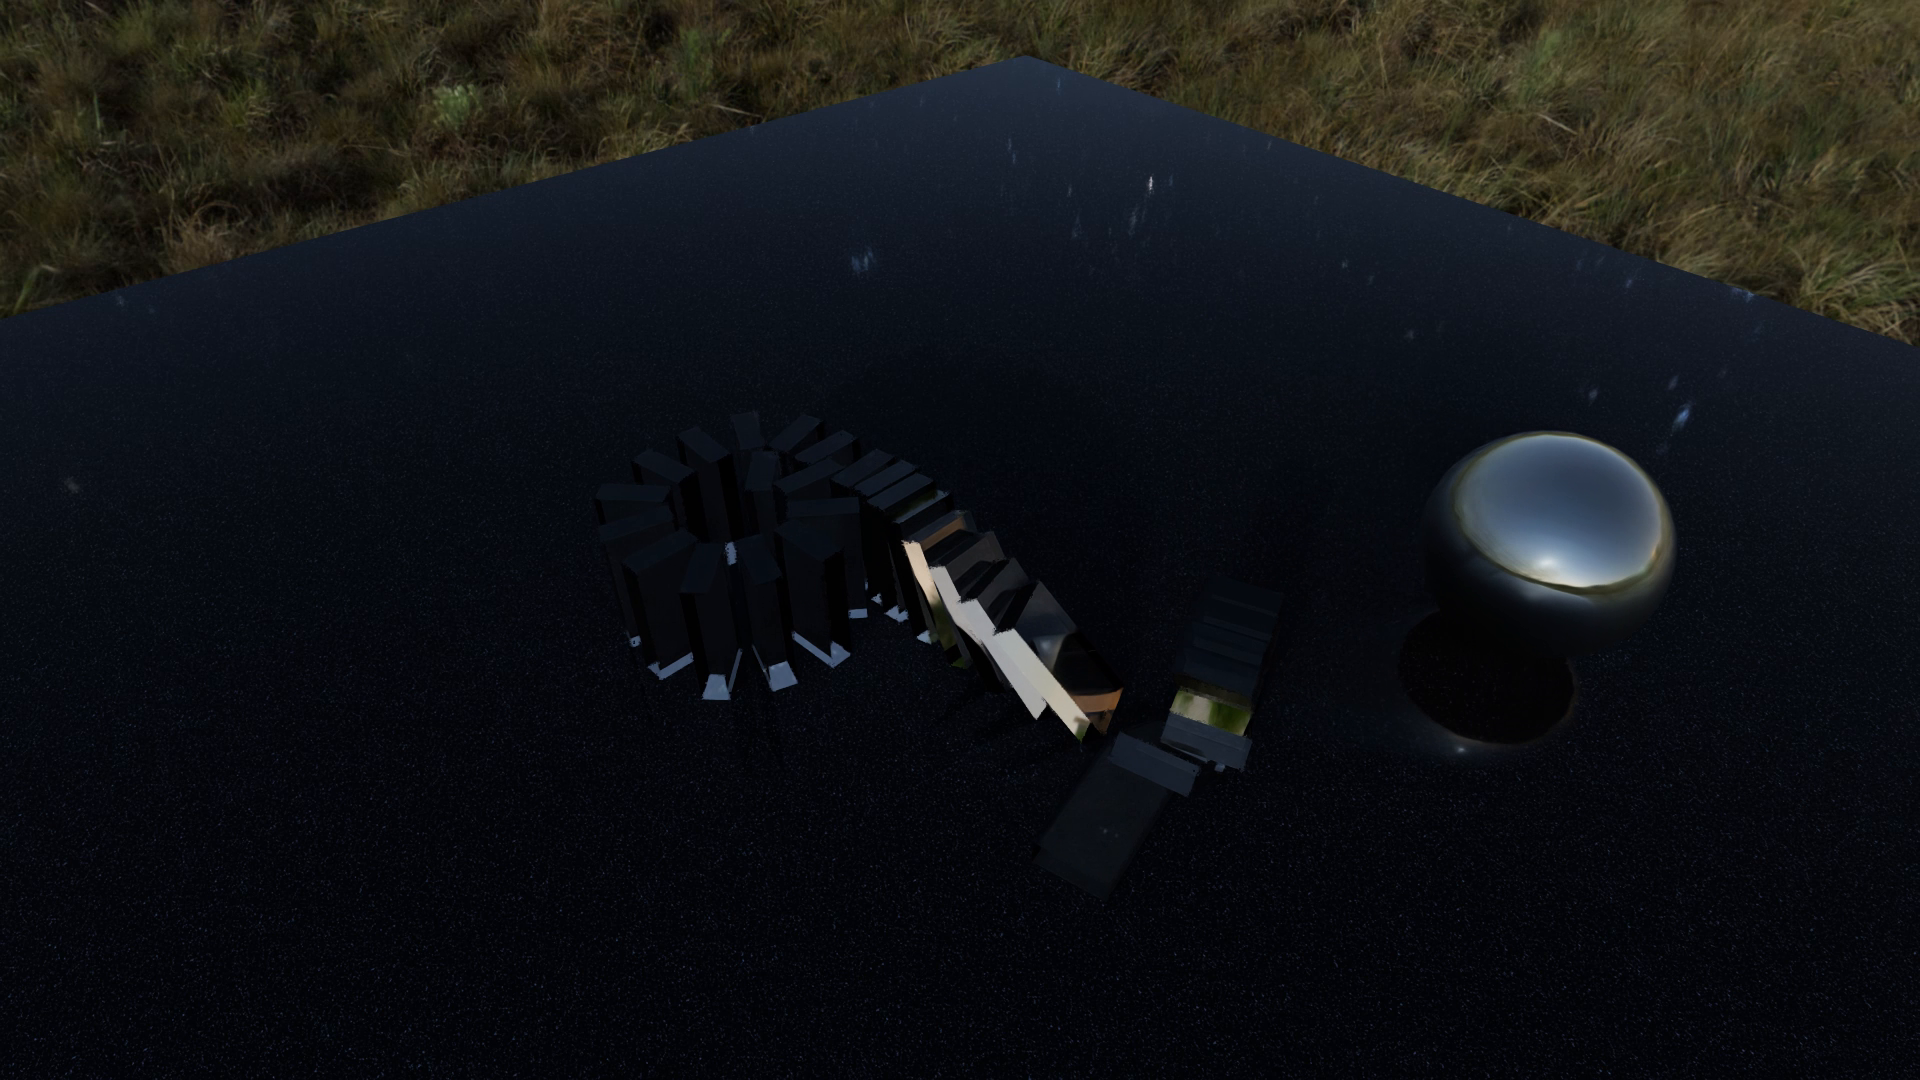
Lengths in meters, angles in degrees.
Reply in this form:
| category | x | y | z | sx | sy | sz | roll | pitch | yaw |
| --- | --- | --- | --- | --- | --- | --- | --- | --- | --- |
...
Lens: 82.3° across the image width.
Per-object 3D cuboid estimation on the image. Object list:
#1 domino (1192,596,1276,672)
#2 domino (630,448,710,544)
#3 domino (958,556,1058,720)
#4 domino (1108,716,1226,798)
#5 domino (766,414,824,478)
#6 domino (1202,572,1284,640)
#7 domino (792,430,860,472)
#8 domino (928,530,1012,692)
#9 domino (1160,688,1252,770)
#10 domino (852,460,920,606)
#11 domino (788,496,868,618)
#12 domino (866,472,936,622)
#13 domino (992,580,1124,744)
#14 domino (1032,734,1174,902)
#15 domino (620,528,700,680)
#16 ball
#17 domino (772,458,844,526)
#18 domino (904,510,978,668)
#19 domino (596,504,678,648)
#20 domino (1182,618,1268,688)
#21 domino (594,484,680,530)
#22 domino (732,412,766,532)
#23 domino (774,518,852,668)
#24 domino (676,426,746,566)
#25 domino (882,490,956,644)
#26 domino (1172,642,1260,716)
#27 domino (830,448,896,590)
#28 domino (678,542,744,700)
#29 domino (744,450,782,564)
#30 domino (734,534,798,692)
| category | x | y | z | sx | sy | sz | roll | pitch | yaw |
| --- | --- | --- | --- | --- | --- | --- | --- | --- | --- |
| domino | 0.094 | 0.032 | 0.375 | 0.025 | 0.050 | 0.009 | 17 | 79 | 19 |
| domino | -0.109 | -0.008 | 0.421 | 0.025 | 0.050 | 0.009 | 24 | 45 | 27 |
| domino | 0.022 | 0.034 | 0.375 | 0.010 | 0.050 | 0.025 | -19 | 19 | 46 |
| domino | 0.066 | 0.066 | 0.340 | 0.025 | 0.009 | 0.050 | 21 | 5 | 24 |
| domino | -0.063 | -0.022 | 0.438 | 0.010 | 0.050 | 0.025 | 18 | 43 | 21 |
| domino | 0.099 | 0.025 | 0.384 | 0.025 | 0.050 | 0.010 | 17 | 79 | 19 |
| domino | -0.050 | -0.015 | 0.430 | 0.010 | 0.050 | 0.025 | 29 | 47 | 34 |
| domino | 0.011 | 0.025 | 0.383 | 0.025 | 0.050 | 0.009 | -36 | 17 | -35 |
| domino | 0.078 | 0.059 | 0.347 | 0.025 | 0.010 | 0.050 | 18 | 5 | 13 |
| domino | -0.025 | -0.002 | 0.413 | 0.025 | 0.050 | 0.010 | -32 | 41 | -33 |
| domino | -0.048 | 0.008 | 0.402 | 0.025 | 0.050 | 0.009 | -4 | 40 | -5 |
| domino | -0.019 | 0.003 | 0.407 | 0.025 | 0.050 | 0.009 | -32 | 41 | -33 |
| domino | 0.034 | 0.041 | 0.367 | 0.010 | 0.050 | 0.025 | -25 | 22 | 40 |
| domino | 0.046 | 0.085 | 0.340 | 0.025 | 0.010 | 0.050 | 22 | 44 | 25 |
| domino | -0.100 | 0.023 | 0.384 | 0.025 | 0.050 | 0.009 | -32 | 49 | -33 |
| ball | 0.204 | 0.002 | 0.386 | 0.080 | 0.080 | 0.080 | 0 | 39 | 0 |
| domino | -0.055 | -0.004 | 0.416 | 0.025 | 0.050 | 0.009 | -27 | 44 | -29 |
| domino | 0.000 | 0.017 | 0.391 | 0.025 | 0.050 | 0.009 | -33 | 23 | -34 |
| domino | -0.111 | 0.013 | 0.395 | 0.025 | 0.050 | 0.010 | -20 | 43 | -23 |
| domino | 0.089 | 0.039 | 0.367 | 0.025 | 0.050 | 0.010 | 17 | 79 | 19 |
| domino | -0.117 | 0.002 | 0.409 | 0.025 | 0.050 | 0.009 | 2 | 39 | 3 |
| domino | -0.082 | -0.023 | 0.440 | 0.009 | 0.050 | 0.025 | -12 | 41 | -14 |
| domino | -0.052 | 0.019 | 0.388 | 0.025 | 0.050 | 0.010 | 30 | 48 | 32 |
| domino | -0.097 | -0.017 | 0.432 | 0.009 | 0.050 | 0.025 | -29 | 48 | -31 |
| domino | -0.010 | 0.010 | 0.399 | 0.025 | 0.050 | 0.010 | -32 | 32 | -33 |
| domino | 0.084 | 0.046 | 0.359 | 0.025 | 0.050 | 0.009 | 17 | 79 | 19 |
| domino | -0.035 | -0.007 | 0.420 | 0.010 | 0.050 | 0.025 | 25 | 46 | 31 |
| domino | -0.085 | 0.028 | 0.377 | 0.009 | 0.050 | 0.025 | 1 | 39 | 2 |
| domino | -0.072 | -0.006 | 0.419 | 0.009 | 0.050 | 0.025 | -2 | 39 | 0 |
| domino | -0.067 | 0.025 | 0.380 | 0.009 | 0.050 | 0.025 | -17 | 42 | -19 |
